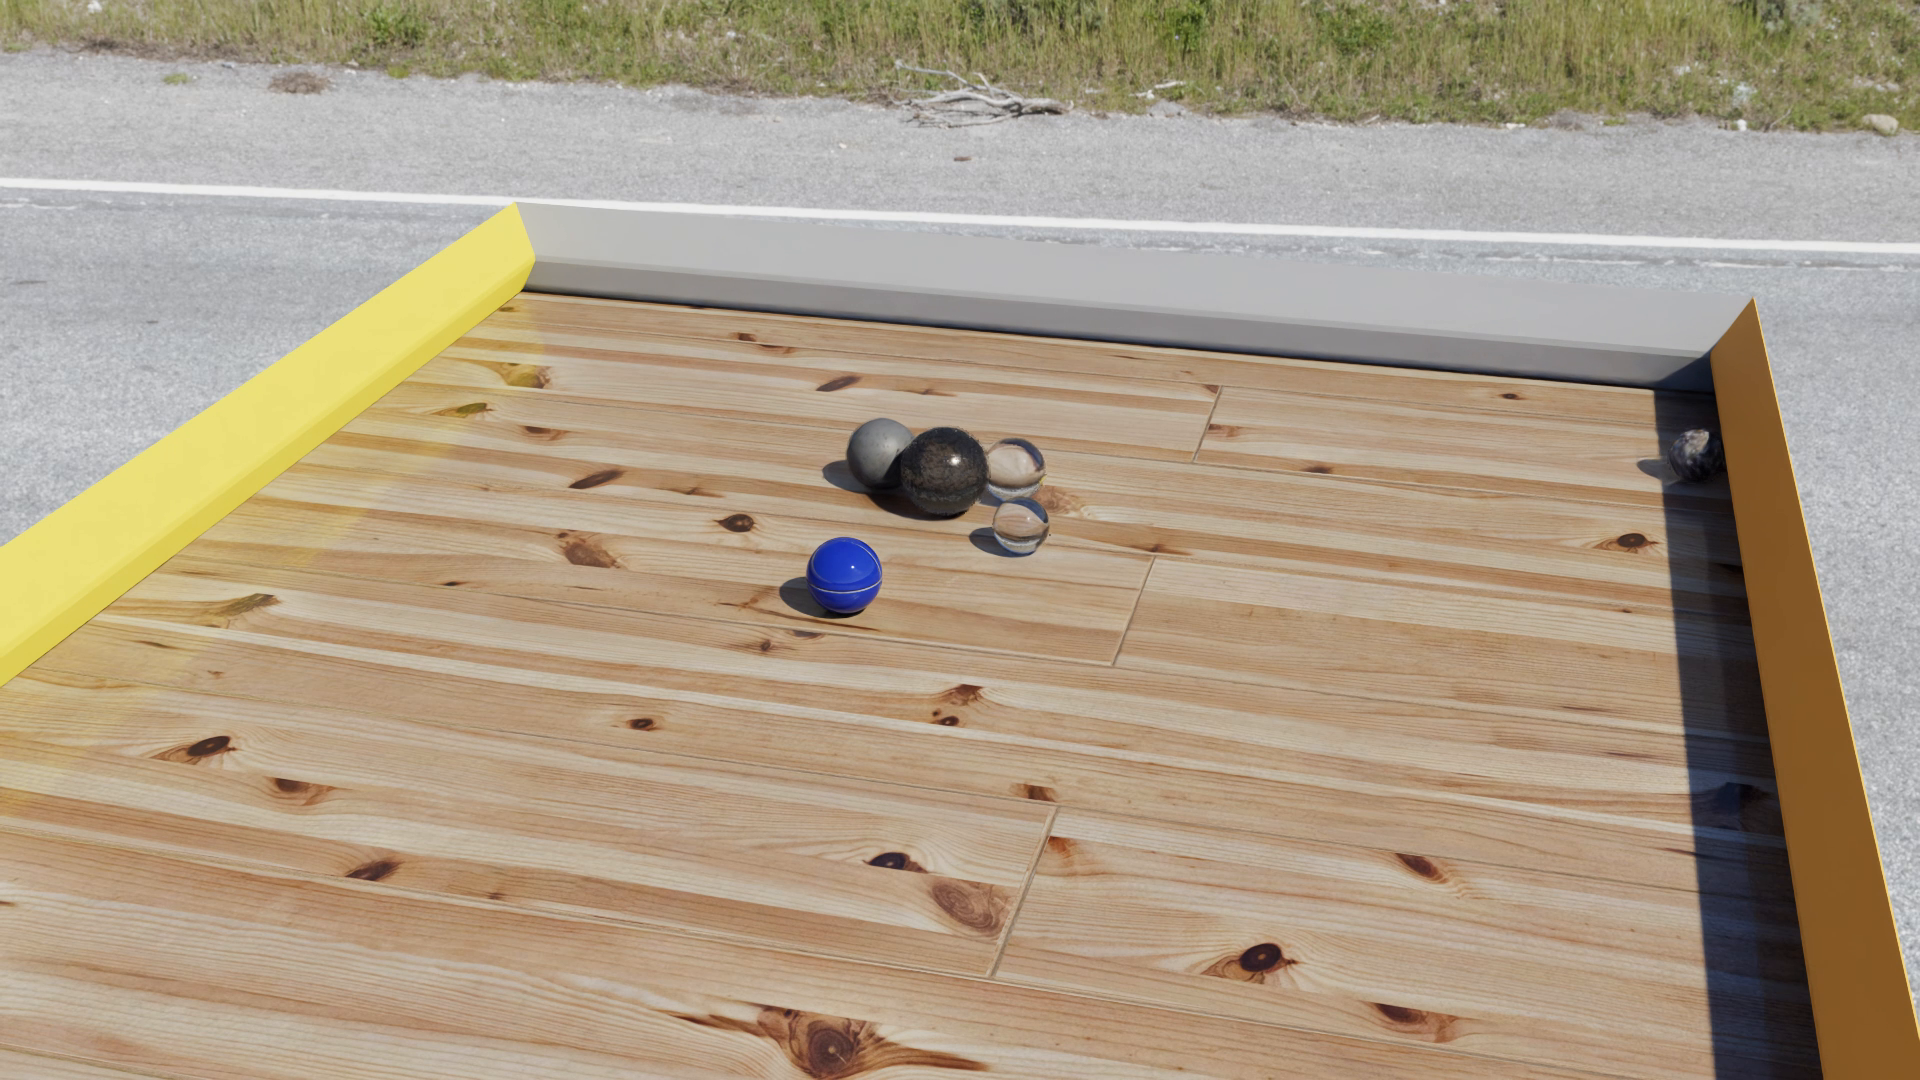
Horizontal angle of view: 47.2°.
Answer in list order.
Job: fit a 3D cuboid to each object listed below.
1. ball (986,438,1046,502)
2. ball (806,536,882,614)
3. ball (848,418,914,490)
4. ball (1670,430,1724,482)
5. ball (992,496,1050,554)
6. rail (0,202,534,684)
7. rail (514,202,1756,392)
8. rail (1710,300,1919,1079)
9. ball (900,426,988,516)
[{"bbox_3d":[0.059,-0.077,2.418,0.071,0.071,0.071,0,26,0],"label":"ball"},{"bbox_3d":[-0.115,0.035,2.177,0.077,0.077,0.077,0,26,0],"label":"ball"},{"bbox_3d":[-0.085,-0.095,2.446,0.080,0.080,0.080,0,26,0],"label":"ball"},{"bbox_3d":[0.827,-0.095,2.469,0.059,0.059,0.059,0,26,0],"label":"ball"},{"bbox_3d":[0.064,-0.016,2.302,0.061,0.061,0.061,0,26,0],"label":"ball"},{"bbox_3d":[-0.940,0.195,1.783,0.045,0.125,2.877,6,26,13],"label":"rail"},{"bbox_3d":[0.170,-0.313,2.848,1.625,0.125,0.045,6,26,13],"label":"rail"},{"bbox_3d":[0.590,0.361,1.436,0.045,0.125,2.877,6,26,13],"label":"rail"},{"bbox_3d":[-0.017,-0.075,2.384,0.096,0.096,0.096,0,26,0],"label":"ball"}]
